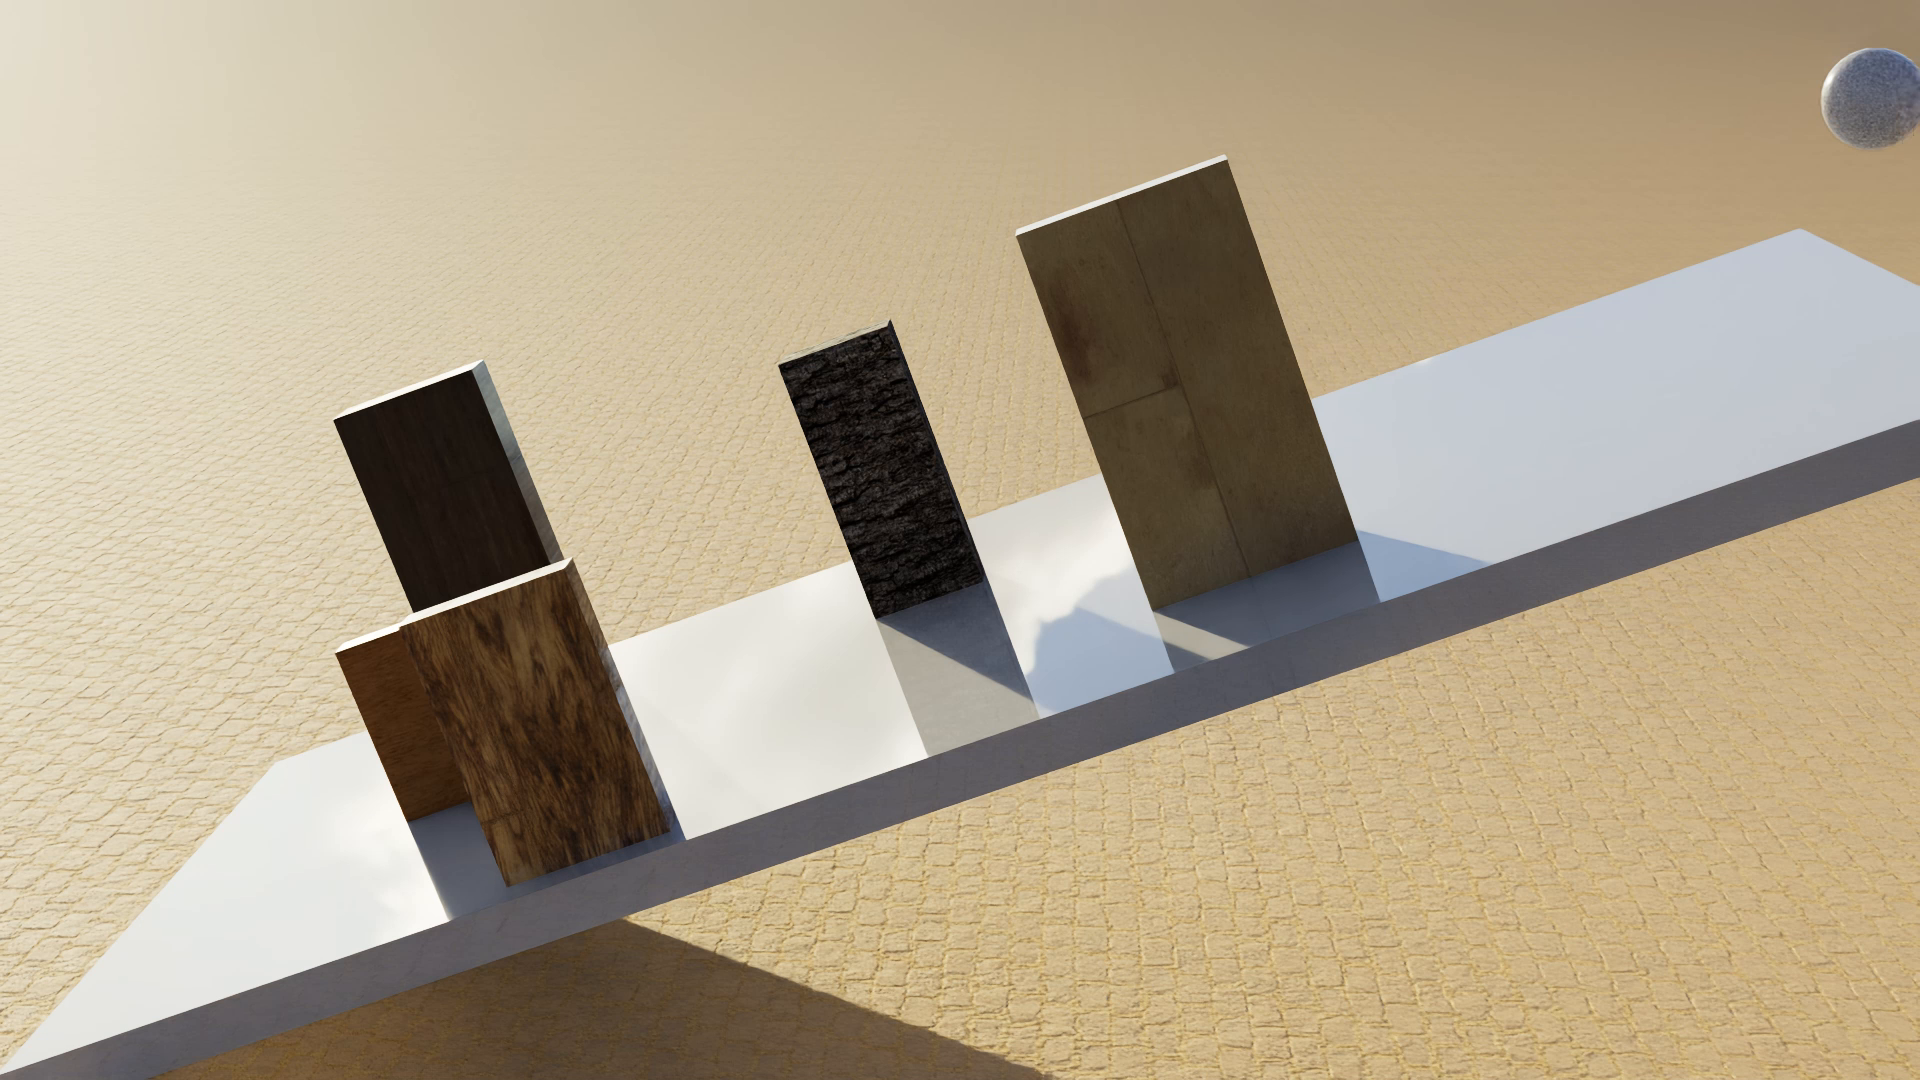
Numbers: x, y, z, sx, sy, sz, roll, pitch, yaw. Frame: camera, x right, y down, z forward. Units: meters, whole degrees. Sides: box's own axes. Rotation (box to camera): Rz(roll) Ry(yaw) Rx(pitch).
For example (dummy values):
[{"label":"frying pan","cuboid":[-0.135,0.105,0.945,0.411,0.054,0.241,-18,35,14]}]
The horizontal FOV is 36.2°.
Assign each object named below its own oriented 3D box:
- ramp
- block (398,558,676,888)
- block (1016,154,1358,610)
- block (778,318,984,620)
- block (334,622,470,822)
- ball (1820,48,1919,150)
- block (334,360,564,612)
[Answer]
[{"label":"ramp","cuboid":[0.115,0.177,6.298,4.000,0.100,2.000,-19,11,6]},{"label":"block","cuboid":[-0.785,0.342,5.486,0.331,0.535,0.089,-19,11,6]},{"label":"block","cuboid":[0.442,-0.301,5.707,0.425,0.784,0.097,-19,11,6]},{"label":"block","cuboid":[-0.172,-0.158,6.561,0.257,0.611,0.121,-19,11,6]},{"label":"block","cuboid":[-1.059,0.345,6.295,0.421,0.401,0.084,-19,11,6]},{"label":"ball","cuboid":[1.745,-0.842,5.617,0.195,0.195,0.195,0,13,0]},{"label":"block","cuboid":[-1.166,0.010,7.034,0.354,0.800,0.146,-19,11,6]}]
